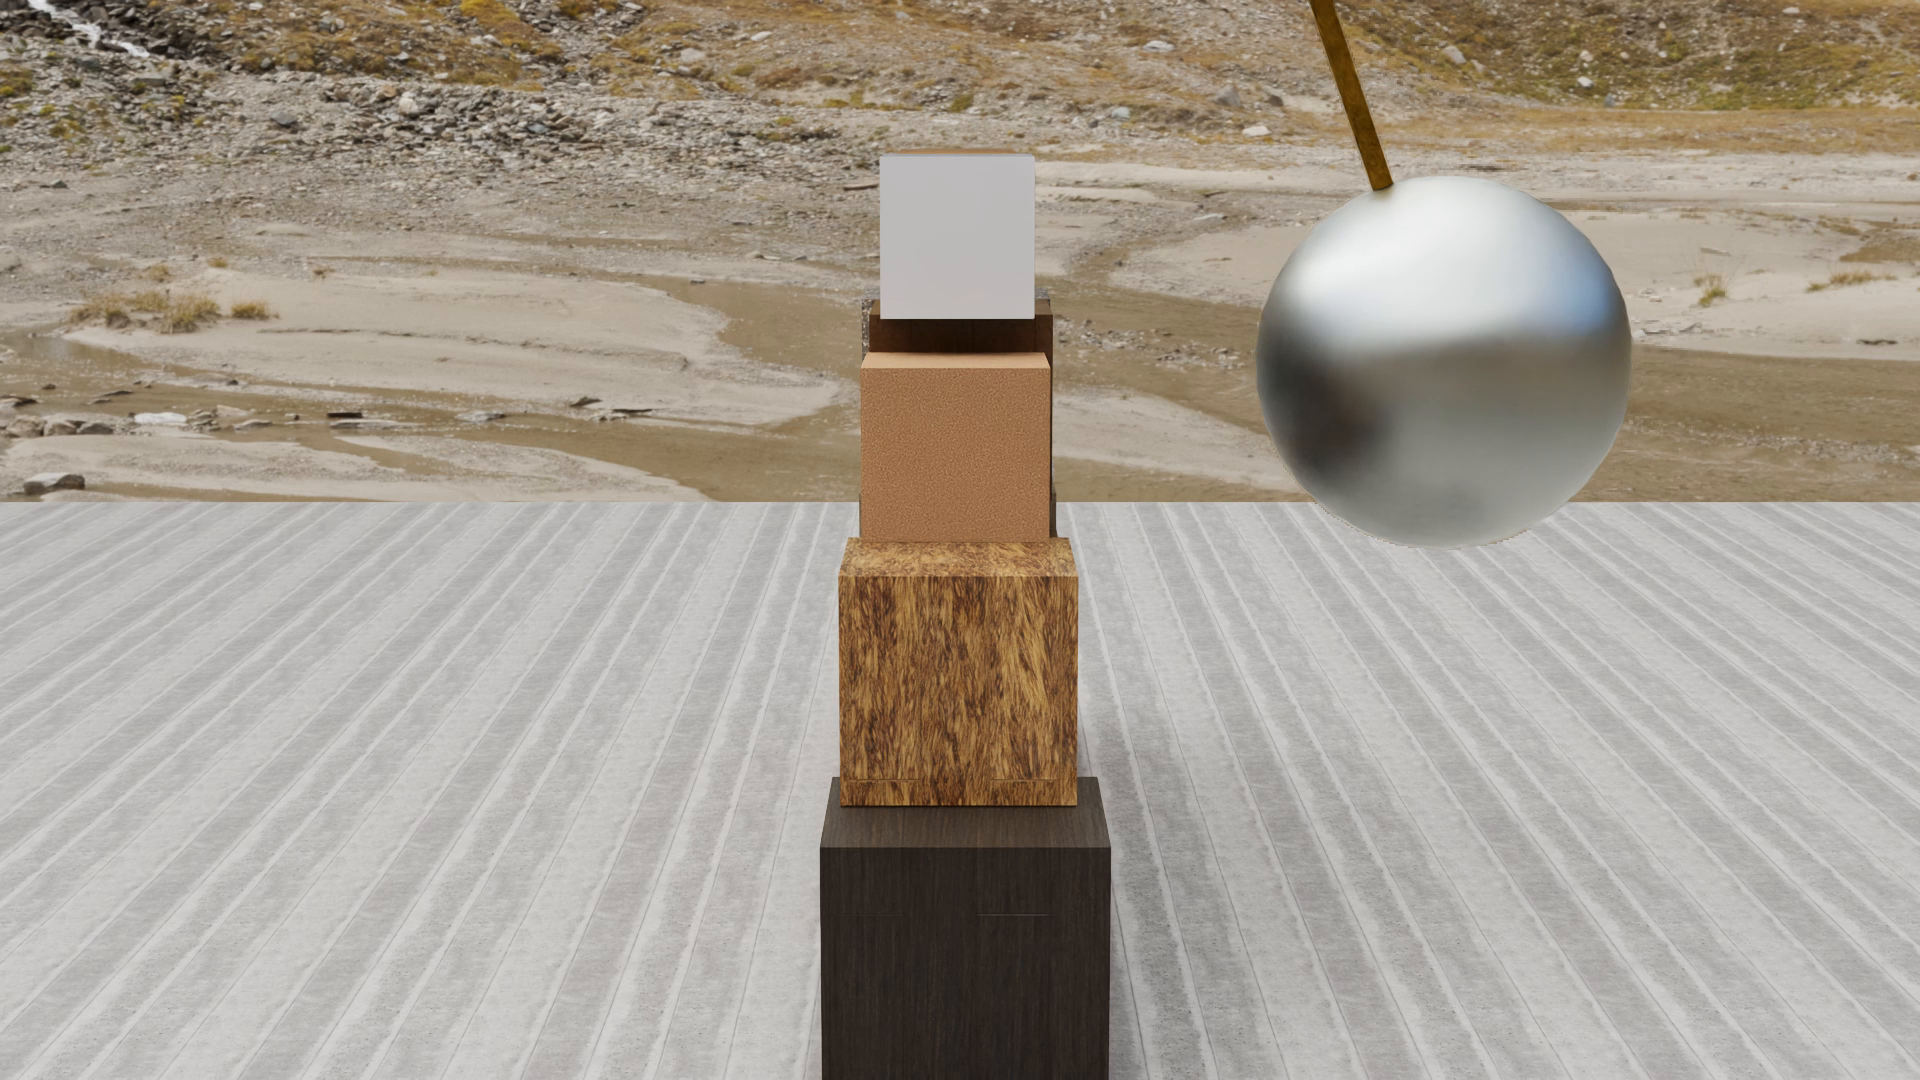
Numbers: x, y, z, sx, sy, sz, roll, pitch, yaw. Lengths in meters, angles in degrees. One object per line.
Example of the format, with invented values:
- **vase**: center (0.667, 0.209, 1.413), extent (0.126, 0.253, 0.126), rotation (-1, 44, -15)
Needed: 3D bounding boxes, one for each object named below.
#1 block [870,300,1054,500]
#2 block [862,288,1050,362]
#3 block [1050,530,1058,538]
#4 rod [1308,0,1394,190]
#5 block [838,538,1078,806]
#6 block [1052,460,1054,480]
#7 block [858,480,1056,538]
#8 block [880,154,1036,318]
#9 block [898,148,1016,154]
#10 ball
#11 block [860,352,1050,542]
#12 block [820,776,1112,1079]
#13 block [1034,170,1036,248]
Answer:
- **block**: center (0.004, -0.599, 10.752), extent (0.738, 0.756, 0.805), rotation (0, 10, 0)
- **block**: center (-0.017, -0.728, 11.509), extent (0.815, 0.756, 0.714), rotation (0, 10, 0)
- **block**: center (0.007, 0.418, 10.312), extent (0.786, 0.794, 0.794), rotation (0, 10, 0)
- **rod**: center (0.899, -3.902, 10.471), extent (0.080, 5.200, 0.080), rotation (-20, 10, 4)
- **block**: center (-0.006, 0.468, 9.488), extent (0.844, 0.829, 0.837), rotation (0, 9, 0)
- **block**: center (0.014, -0.053, 12.045), extent (0.825, 0.725, 0.768), rotation (0, 10, 0)
- **block**: center (-0.010, 0.186, 11.191), extent (0.817, 0.940, 0.988), rotation (0, 10, 0)
- **block**: center (-0.010, -1.228, 10.318), extent (0.605, 0.631, 0.568), rotation (0, 10, 0)
- **block**: center (-0.015, -1.469, 11.586), extent (0.516, 0.571, 0.573), rotation (0, 11, 0)
- **ball**: center (2.074, -0.763, 11.042), extent (1.600, 1.600, 1.600), rotation (0, 10, 0)
- **block**: center (-0.017, -0.373, 10.018), extent (0.712, 0.660, 0.709), rotation (0, 9, 0)
- **block**: center (0.018, 1.416, 9.184), extent (0.986, 0.928, 0.886), rotation (0, 10, 0)
- **block**: center (0.004, -1.306, 10.960), extent (0.613, 0.566, 0.710), rotation (0, 10, 0)
